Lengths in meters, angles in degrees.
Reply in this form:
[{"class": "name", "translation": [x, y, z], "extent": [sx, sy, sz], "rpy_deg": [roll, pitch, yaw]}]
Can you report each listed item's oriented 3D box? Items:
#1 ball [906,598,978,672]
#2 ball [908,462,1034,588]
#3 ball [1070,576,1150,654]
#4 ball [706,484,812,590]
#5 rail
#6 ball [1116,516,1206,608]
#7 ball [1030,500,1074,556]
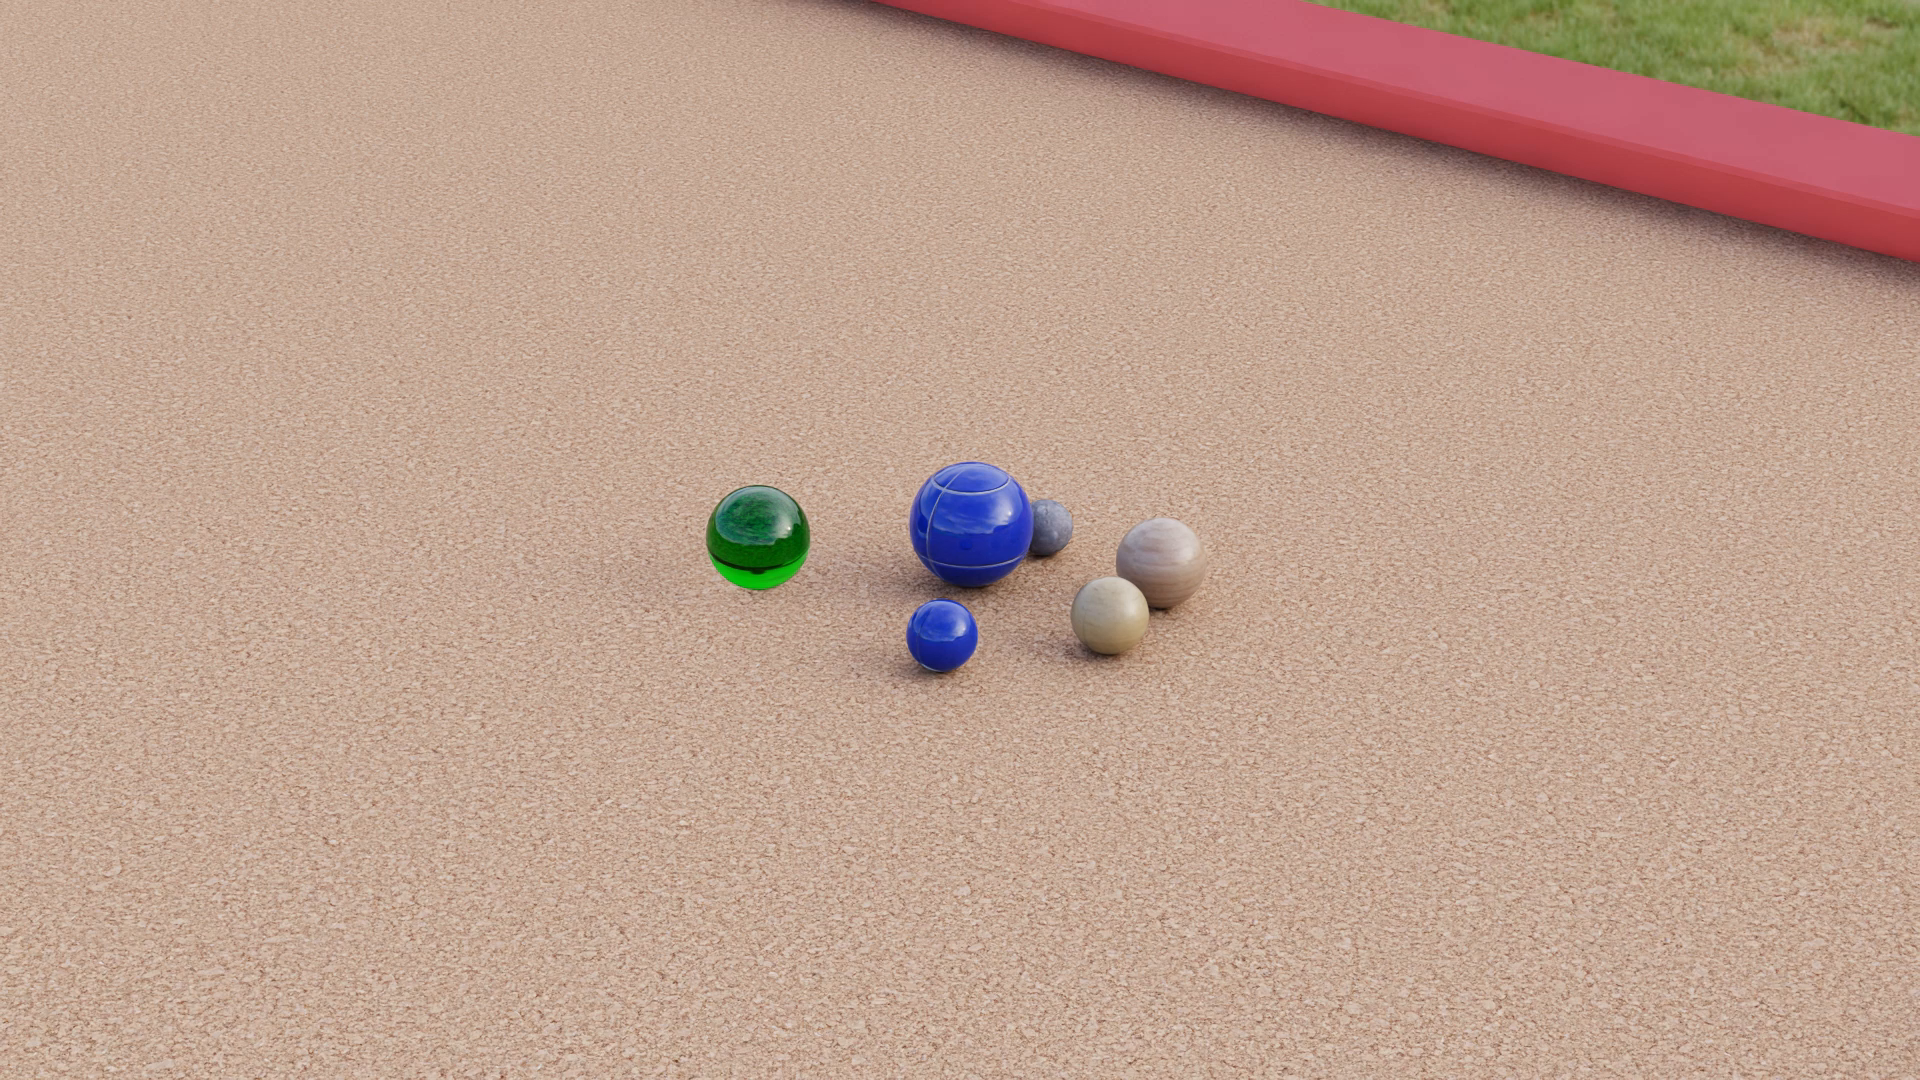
[{"class": "ball", "translation": [-0.013, 0.069, 2.136], "extent": [0.053, 0.053, 0.053], "rpy_deg": [0, 24, 0]}, {"class": "ball", "translation": [0.009, -0.012, 2.264], "extent": [0.097, 0.097, 0.097], "rpy_deg": [0, 24, 0]}, {"class": "ball", "translation": [0.110, 0.055, 2.161], "extent": [0.058, 0.058, 0.058], "rpy_deg": [0, 24, 0]}, {"class": "ball", "translation": [-0.155, -0.002, 2.262], "extent": [0.081, 0.081, 0.081], "rpy_deg": [0, 24, 0]}, {"class": "rail", "translation": [0.077, -0.696, 3.753], "extent": [0.045, 0.126, 4.426], "rpy_deg": [-22, 32, -40]}, {"class": "ball", "translation": [0.153, 0.017, 2.232], "extent": [0.069, 0.069, 0.069], "rpy_deg": [0, 24, 0]}, {"class": "ball", "translation": [0.067, -0.010, 2.323], "extent": [0.045, 0.045, 0.045], "rpy_deg": [0, 24, 0]}]
